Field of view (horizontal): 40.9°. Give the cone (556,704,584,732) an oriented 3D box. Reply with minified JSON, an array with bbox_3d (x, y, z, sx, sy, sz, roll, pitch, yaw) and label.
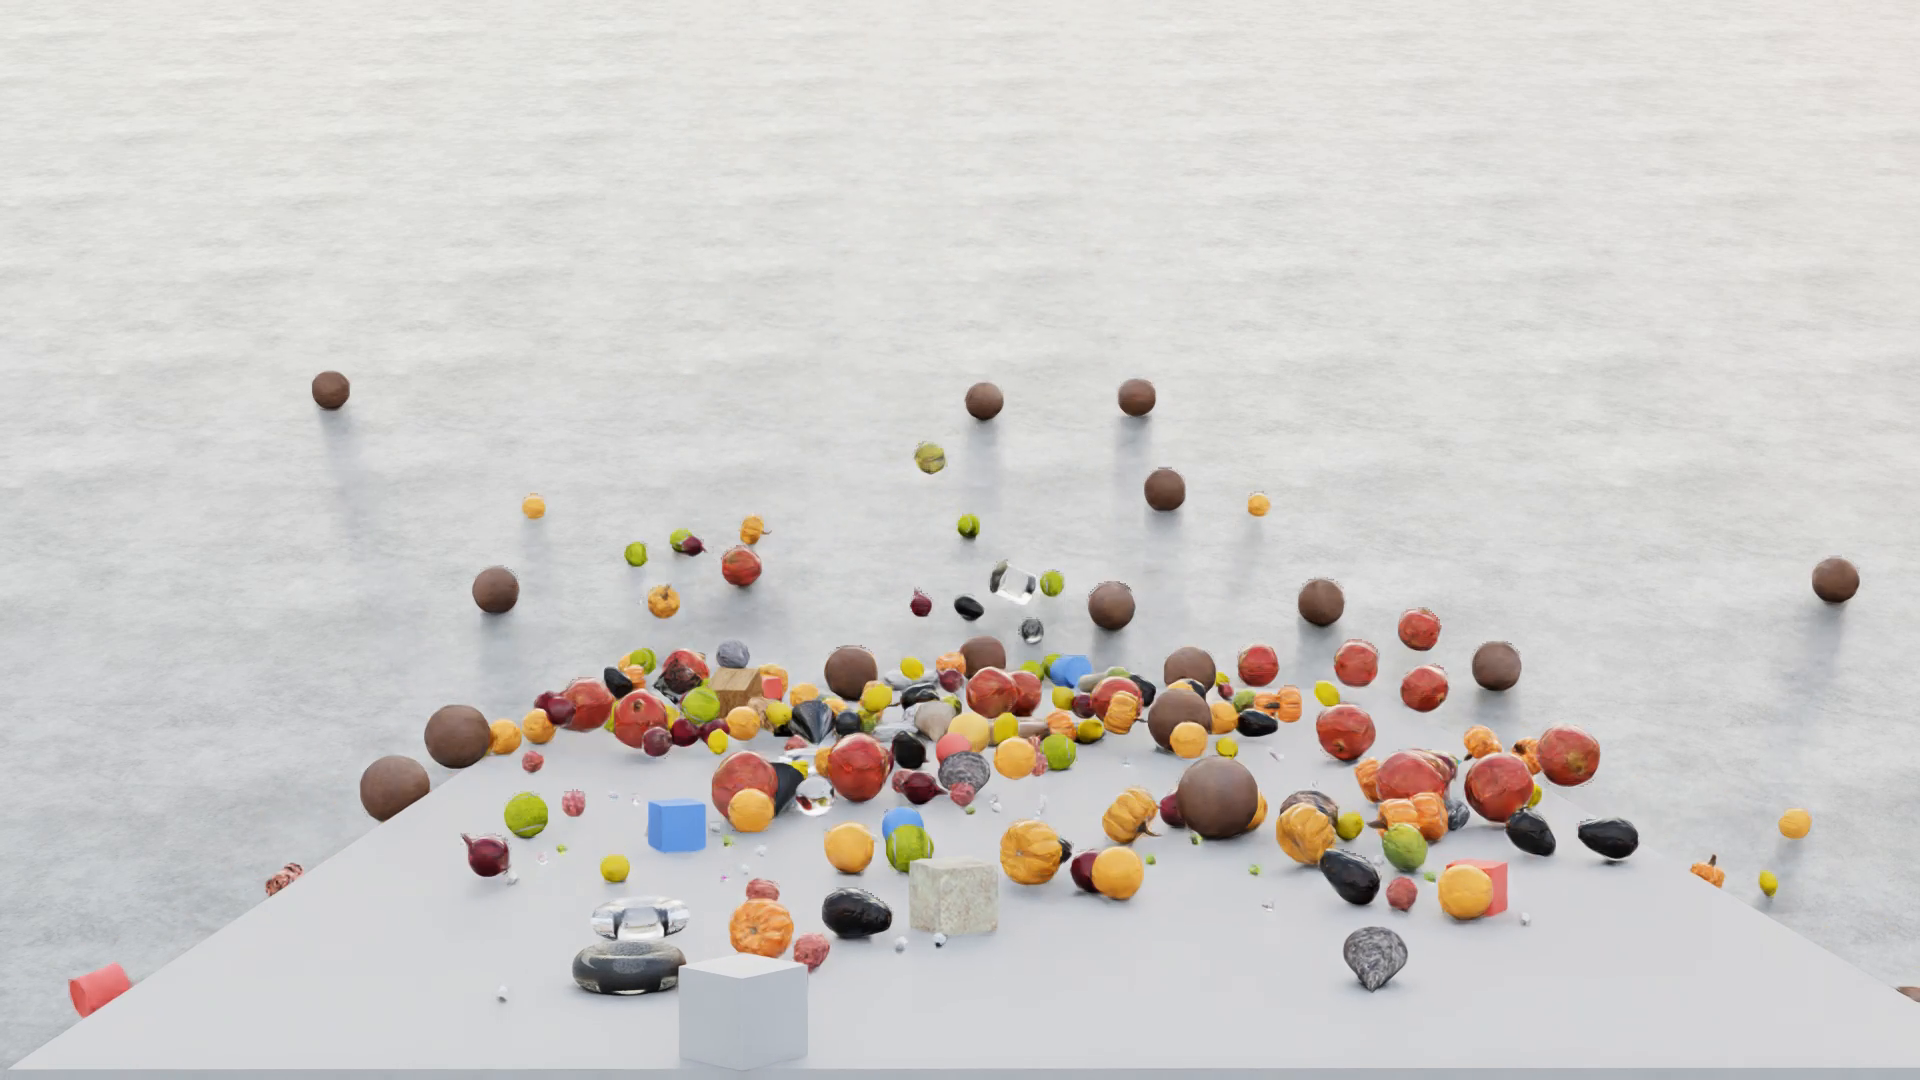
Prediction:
[{"bbox_3d":[-0.830,0.399,5.583,0.070,0.070,0.070,-15,27,-30],"label":"cone"}]

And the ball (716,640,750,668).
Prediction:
[{"bbox_3d":[-0.601,0.308,6.822,0.088,0.088,0.088,0,24,0],"label":"ball"}]

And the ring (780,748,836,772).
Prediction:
[{"bbox_3d":[-0.291,0.420,4.915,0.108,0.036,0.108,-1,3,0],"label":"ring"}]

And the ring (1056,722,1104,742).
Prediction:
[{"bbox_3d":[0.254,0.403,5.416,0.103,0.034,0.103,-1,3,0],"label":"ring"}]

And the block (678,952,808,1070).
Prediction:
[{"bbox_3d":[-0.219,0.475,2.599,0.092,0.092,0.092,2,3,41],"label":"block"}]

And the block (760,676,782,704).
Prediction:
[{"bbox_3d":[-0.469,0.360,5.932,0.085,0.085,0.085,1,2,24],"label":"block"}]

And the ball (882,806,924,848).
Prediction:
[{"bbox_3d":[-0.088,0.440,3.946,0.065,0.065,0.065,0,24,0],"label":"ball"}]

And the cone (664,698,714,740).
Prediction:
[{"bbox_3d":[-0.583,0.398,5.432,0.096,0.096,0.096,-28,31,-11],"label":"cone"}]

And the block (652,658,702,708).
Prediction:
[{"bbox_3d":[-0.650,0.329,5.934,0.082,0.082,0.082,38,-5,-4],"label":"block"}]

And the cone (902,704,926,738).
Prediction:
[{"bbox_3d":[-0.078,0.400,5.477,0.078,0.078,0.078,-6,30,-13],"label":"cone"}]

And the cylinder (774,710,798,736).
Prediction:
[{"bbox_3d":[-0.368,0.389,5.485,0.055,0.055,0.055,-2,24,-3],"label":"cylinder"}]

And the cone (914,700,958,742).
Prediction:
[{"bbox_3d":[-0.050,0.400,5.380,0.094,0.094,0.094,0,29,0],"label":"cone"}]

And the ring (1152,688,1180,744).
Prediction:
[{"bbox_3d":[0.426,0.362,5.321,0.038,0.115,0.115,-5,22,17],"label":"ring"}]

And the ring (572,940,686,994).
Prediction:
[{"bbox_3d":[-0.377,0.487,2.940,0.131,0.044,0.131,0,3,0],"label":"ring"}]

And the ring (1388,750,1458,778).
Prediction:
[{"bbox_3d":[0.867,0.420,4.820,0.128,0.043,0.128,-1,2,0],"label":"ring"}]

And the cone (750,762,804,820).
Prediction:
[{"bbox_3d":[-0.311,0.438,4.292,0.098,0.098,0.098,3,29,6],"label":"cone"}]

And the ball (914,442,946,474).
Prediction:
[{"bbox_3d":[-0.084,-0.233,7.319,0.091,0.091,0.091,0,24,0],"label":"ball"}]

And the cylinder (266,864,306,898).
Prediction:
[{"bbox_3d":[-1.513,0.776,5.800,0.070,0.070,0.070,10,26,21],"label":"cylinder"}]

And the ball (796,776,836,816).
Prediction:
[{"bbox_3d":[-0.241,0.427,4.288,0.066,0.066,0.066,0,24,0],"label":"ball"}]

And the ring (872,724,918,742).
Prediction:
[{"bbox_3d":[-0.135,0.404,5.412,0.098,0.033,0.098,0,1,0],"label":"ring"}]

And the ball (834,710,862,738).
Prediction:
[{"bbox_3d":[-0.237,0.388,5.457,0.060,0.060,0.060,0,24,0],"label":"ball"}]

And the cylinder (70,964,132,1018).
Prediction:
[{"bbox_3d":[-1.797,0.946,5.391,0.093,0.093,0.093,-21,31,-39],"label":"cylinder"}]

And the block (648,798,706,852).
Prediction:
[{"bbox_3d":[-0.435,0.438,3.956,0.069,0.069,0.069,-1,2,-23],"label":"block"}]

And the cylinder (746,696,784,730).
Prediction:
[{"bbox_3d":[-0.410,0.363,5.408,0.059,0.059,0.059,19,31,41],"label":"cylinder"}]

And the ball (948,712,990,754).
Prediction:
[{"bbox_3d":[0.018,0.387,5.137,0.087,0.087,0.087,0,24,0],"label":"ball"}]

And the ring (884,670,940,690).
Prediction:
[{"bbox_3d":[-0.124,0.356,6.552,0.145,0.048,0.145,-1,1,0],"label":"ring"}]

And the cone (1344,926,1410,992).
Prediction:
[{"bbox_3d":[0.470,0.492,2.929,0.074,0.074,0.074,6,35,12],"label":"cone"}]

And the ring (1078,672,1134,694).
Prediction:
[{"bbox_3d":[0.366,0.359,6.440,0.143,0.048,0.143,-1,1,0],"label":"ring"}]

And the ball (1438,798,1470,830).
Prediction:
[{"bbox_3d":[0.792,0.440,4.133,0.050,0.050,0.050,0,24,0],"label":"ball"}]

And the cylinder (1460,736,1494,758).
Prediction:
[{"bbox_3d":[1.143,0.499,5.768,0.084,0.084,0.084,14,56,29],"label":"cylinder"}]

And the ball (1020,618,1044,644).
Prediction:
[{"bbox_3d":[0.195,0.246,6.987,0.066,0.066,0.066,0,24,0],"label":"ball"}]

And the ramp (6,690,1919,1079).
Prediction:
[{"bbox_3d":[0.055,0.501,4.547,2.000,0.100,4.000,0,2,0],"label":"ramp"}]

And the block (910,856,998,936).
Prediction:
[{"bbox_3d":[-0.008,0.454,3.293,0.084,0.084,0.084,-1,2,-29],"label":"block"}]

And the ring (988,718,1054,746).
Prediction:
[{"bbox_3d":[0.120,0.398,5.345,0.150,0.050,0.150,-1,2,0],"label":"ring"}]

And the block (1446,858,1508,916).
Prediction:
[{"bbox_3d":[0.685,0.460,3.413,0.062,0.062,0.062,1,2,30],"label":"block"}]

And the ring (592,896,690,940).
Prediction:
[{"bbox_3d":[-0.403,0.477,3.249,0.124,0.041,0.124,-3,0,0],"label":"ring"}]

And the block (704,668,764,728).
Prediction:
[{"bbox_3d":[-0.495,0.347,5.669,0.096,0.096,0.096,1,28,17],"label":"block"}]

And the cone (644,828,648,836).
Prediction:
[{"bbox_3d":[-0.475,0.440,4.090,0.055,0.055,0.055,0,2,0],"label":"cone"}]

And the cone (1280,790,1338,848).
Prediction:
[{"bbox_3d":[0.539,0.450,3.977,0.092,0.092,0.092,2,29,5],"label":"cone"}]

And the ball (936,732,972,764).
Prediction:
[{"bbox_3d":[-0.012,0.403,4.915,0.070,0.070,0.070,0,24,0],"label":"ball"}]

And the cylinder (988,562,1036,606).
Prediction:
[{"bbox_3d":[0.147,0.121,7.165,0.096,0.096,0.096,23,15,-25],"label":"cylinder"}]
